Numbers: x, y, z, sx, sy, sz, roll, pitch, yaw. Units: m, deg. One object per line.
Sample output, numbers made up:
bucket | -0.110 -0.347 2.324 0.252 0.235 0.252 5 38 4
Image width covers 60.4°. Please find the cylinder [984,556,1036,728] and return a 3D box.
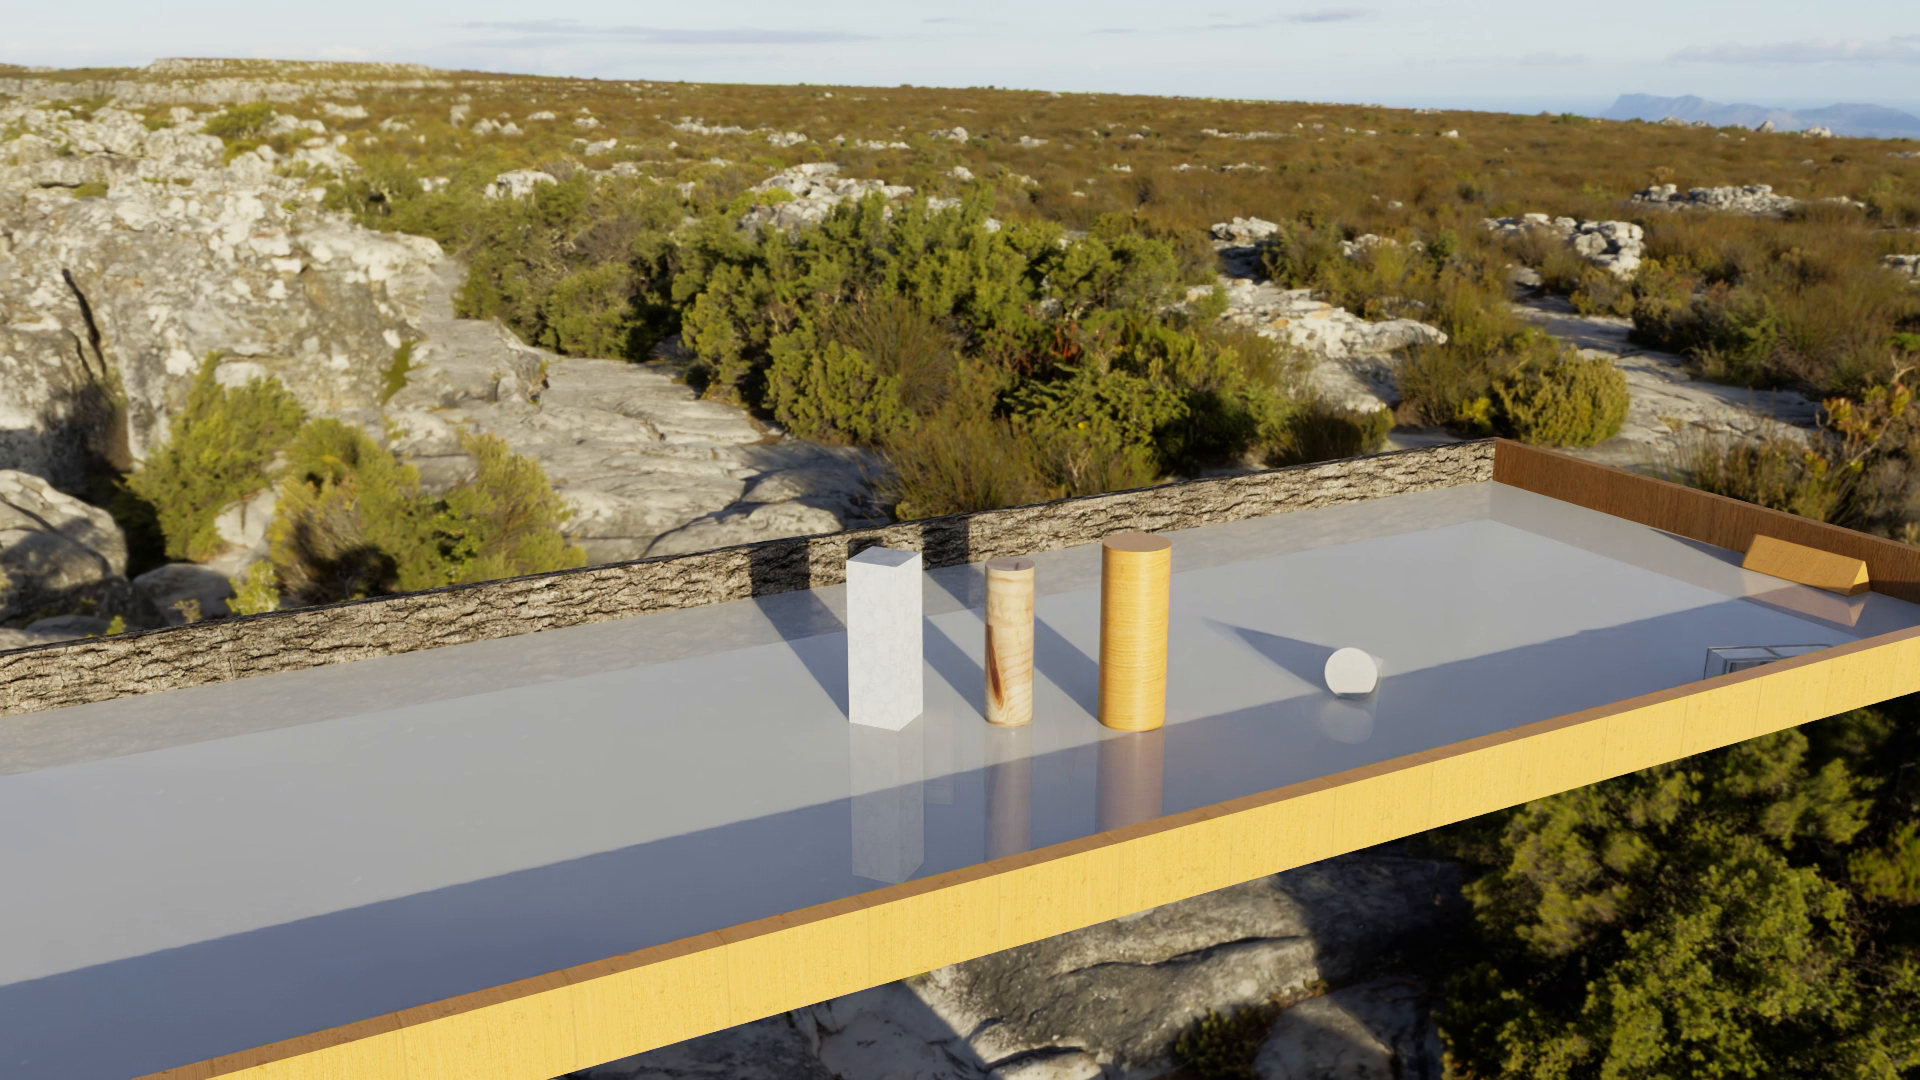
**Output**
cylinder | 0.115 0.239 3.865 0.116 0.383 0.116 0 16 0

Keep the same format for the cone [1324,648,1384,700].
cone | 1.029 0.319 4.158 0.128 0.128 0.313 9 7 28

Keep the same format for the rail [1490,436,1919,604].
rail | 2.466 -0.048 5.253 0.050 0.150 2.100 -9 18 -27

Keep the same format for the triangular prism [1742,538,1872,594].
triangular prism | 2.532 0.068 4.940 0.113 0.098 0.342 -19 20 -30

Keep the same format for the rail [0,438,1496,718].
rail | -3.305 0.497 3.399 12.000 0.150 0.050 -9 18 -27

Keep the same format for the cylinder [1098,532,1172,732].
cylinder | 0.406 0.215 3.848 0.160 0.437 0.160 0 16 0

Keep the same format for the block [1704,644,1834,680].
block | 2.012 0.326 4.058 0.320 0.105 0.105 -2 16 -5

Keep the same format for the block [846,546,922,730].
block | -0.175 0.229 3.867 0.129 0.399 0.129 7 18 24

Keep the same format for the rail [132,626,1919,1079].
rail | -2.336 1.006 1.665 12.000 0.150 0.050 -9 18 -27
